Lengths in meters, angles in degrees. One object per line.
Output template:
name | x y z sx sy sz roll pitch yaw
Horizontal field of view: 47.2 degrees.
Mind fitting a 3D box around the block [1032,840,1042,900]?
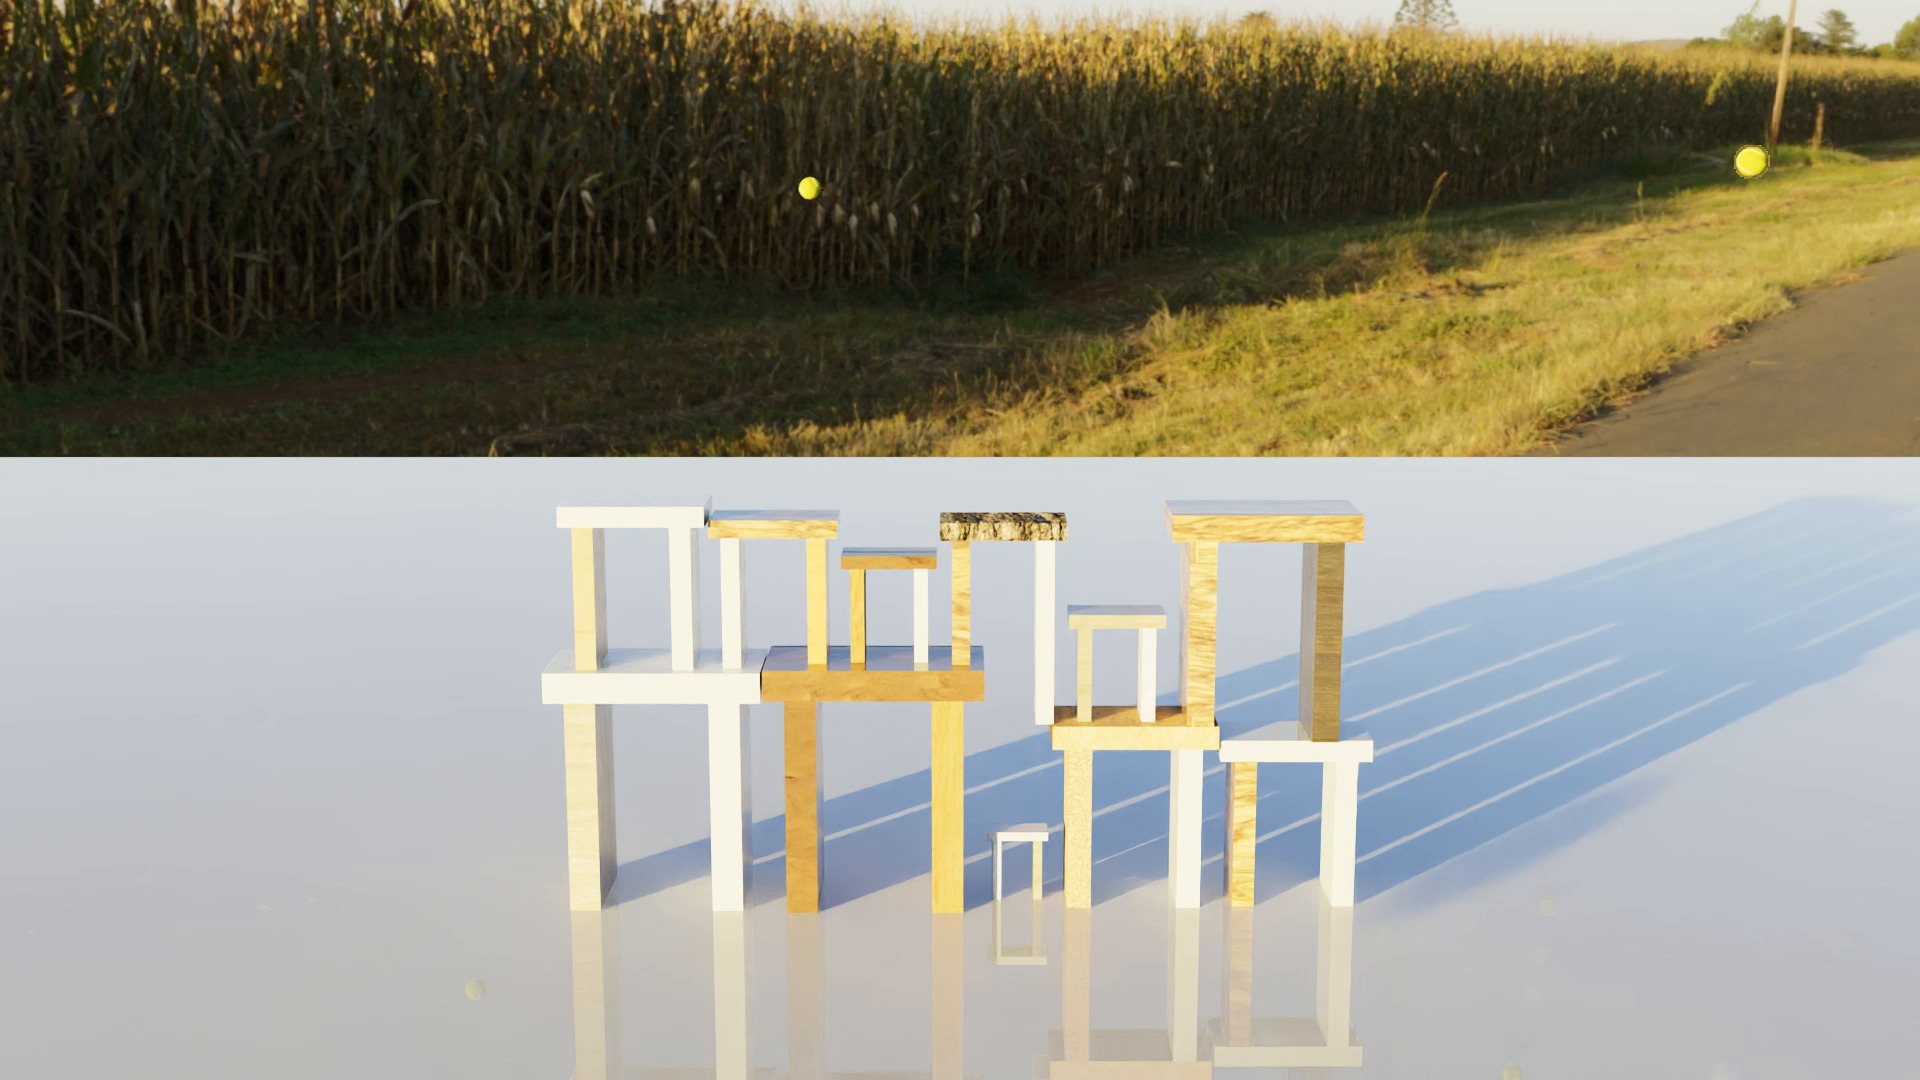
block | 0.128 0.541 3.658 0.014 0.101 0.050 0 11 0

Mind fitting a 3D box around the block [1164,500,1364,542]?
block | 0.489 -0.031 3.559 0.303 0.043 0.152 0 11 0

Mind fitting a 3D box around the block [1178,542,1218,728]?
block | 0.387 0.139 3.590 0.043 0.303 0.152 0 11 0

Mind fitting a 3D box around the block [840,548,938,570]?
block | -0.114 0.030 3.567 0.154 0.022 0.077 0 11 0

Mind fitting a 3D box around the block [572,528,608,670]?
block | -0.601 0.085 3.575 0.033 0.233 0.117 0 11 0

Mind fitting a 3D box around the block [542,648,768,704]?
block | -0.495 0.222 3.606 0.348 0.049 0.174 0 11 0

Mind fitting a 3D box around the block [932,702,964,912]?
block | -0.020 0.416 3.633 0.050 0.355 0.177 0 11 0

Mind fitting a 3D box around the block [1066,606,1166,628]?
block | 0.254 0.125 3.583 0.156 0.022 0.078 0 11 0

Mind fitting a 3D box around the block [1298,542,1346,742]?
block | 0.590 0.152 3.593 0.043 0.329 0.152 0 11 0

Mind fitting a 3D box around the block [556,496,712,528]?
block | -0.524 -0.046 3.551 0.233 0.033 0.117 0 11 0

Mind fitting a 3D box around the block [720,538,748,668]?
block | -0.368 0.093 3.582 0.029 0.213 0.103 0 11 0

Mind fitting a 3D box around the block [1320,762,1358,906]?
block | 0.628 0.469 3.648 0.035 0.246 0.123 0 11 0

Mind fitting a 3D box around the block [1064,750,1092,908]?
block | 0.195 0.458 3.643 0.038 0.268 0.134 0 11 0

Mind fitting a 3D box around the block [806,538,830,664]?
block | -0.230 0.090 3.581 0.029 0.206 0.103 0 11 0

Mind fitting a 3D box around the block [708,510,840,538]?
block | -0.299 -0.026 3.559 0.206 0.029 0.103 0 11 0

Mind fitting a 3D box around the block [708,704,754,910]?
block | -0.379 0.418 3.642 0.049 0.348 0.174 0 11 0

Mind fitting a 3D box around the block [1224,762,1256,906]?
block | 0.464 0.469 3.648 0.035 0.246 0.123 0 11 0

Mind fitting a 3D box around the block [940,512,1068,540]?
block | 0.069 -0.022 3.554 0.203 0.029 0.102 0 11 0

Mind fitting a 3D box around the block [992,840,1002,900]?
block | 0.061 0.541 3.658 0.014 0.101 0.050 0 11 0

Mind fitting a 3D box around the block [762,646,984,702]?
block | -0.138 0.217 3.596 0.355 0.050 0.177 0 11 0

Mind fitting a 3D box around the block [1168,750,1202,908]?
block | 0.373 0.458 3.643 0.038 0.268 0.134 0 11 0

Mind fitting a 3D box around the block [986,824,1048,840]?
block | 0.094 0.484 3.647 0.101 0.014 0.050 0 11 0

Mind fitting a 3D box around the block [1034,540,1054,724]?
block | 0.137 0.141 3.584 0.029 0.302 0.102 0 11 0

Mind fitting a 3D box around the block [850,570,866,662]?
block | -0.165 0.116 3.583 0.022 0.154 0.077 0 11 0

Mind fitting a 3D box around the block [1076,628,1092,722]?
block | 0.202 0.212 3.599 0.022 0.156 0.078 0 11 0

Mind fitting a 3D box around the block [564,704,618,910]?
block | -0.611 0.418 3.642 0.049 0.348 0.174 0 11 0

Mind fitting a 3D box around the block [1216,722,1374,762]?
block | 0.546 0.331 3.622 0.246 0.035 0.123 0 11 0

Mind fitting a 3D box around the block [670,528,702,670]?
block | -0.446 0.084 3.575 0.033 0.233 0.117 0 11 0

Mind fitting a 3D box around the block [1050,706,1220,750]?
block | 0.284 0.308 3.615 0.268 0.038 0.134 0 11 0

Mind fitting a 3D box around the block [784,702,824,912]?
block | -0.256 0.416 3.633 0.050 0.355 0.177 0 11 0

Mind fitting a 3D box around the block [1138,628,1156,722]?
block | 0.306 0.212 3.599 0.022 0.156 0.078 0 11 0

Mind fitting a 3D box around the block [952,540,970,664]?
block | 0.002 0.092 3.575 0.029 0.203 0.102 0 11 0

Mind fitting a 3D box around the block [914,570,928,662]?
block | -0.063 0.116 3.583 0.022 0.154 0.077 0 11 0
